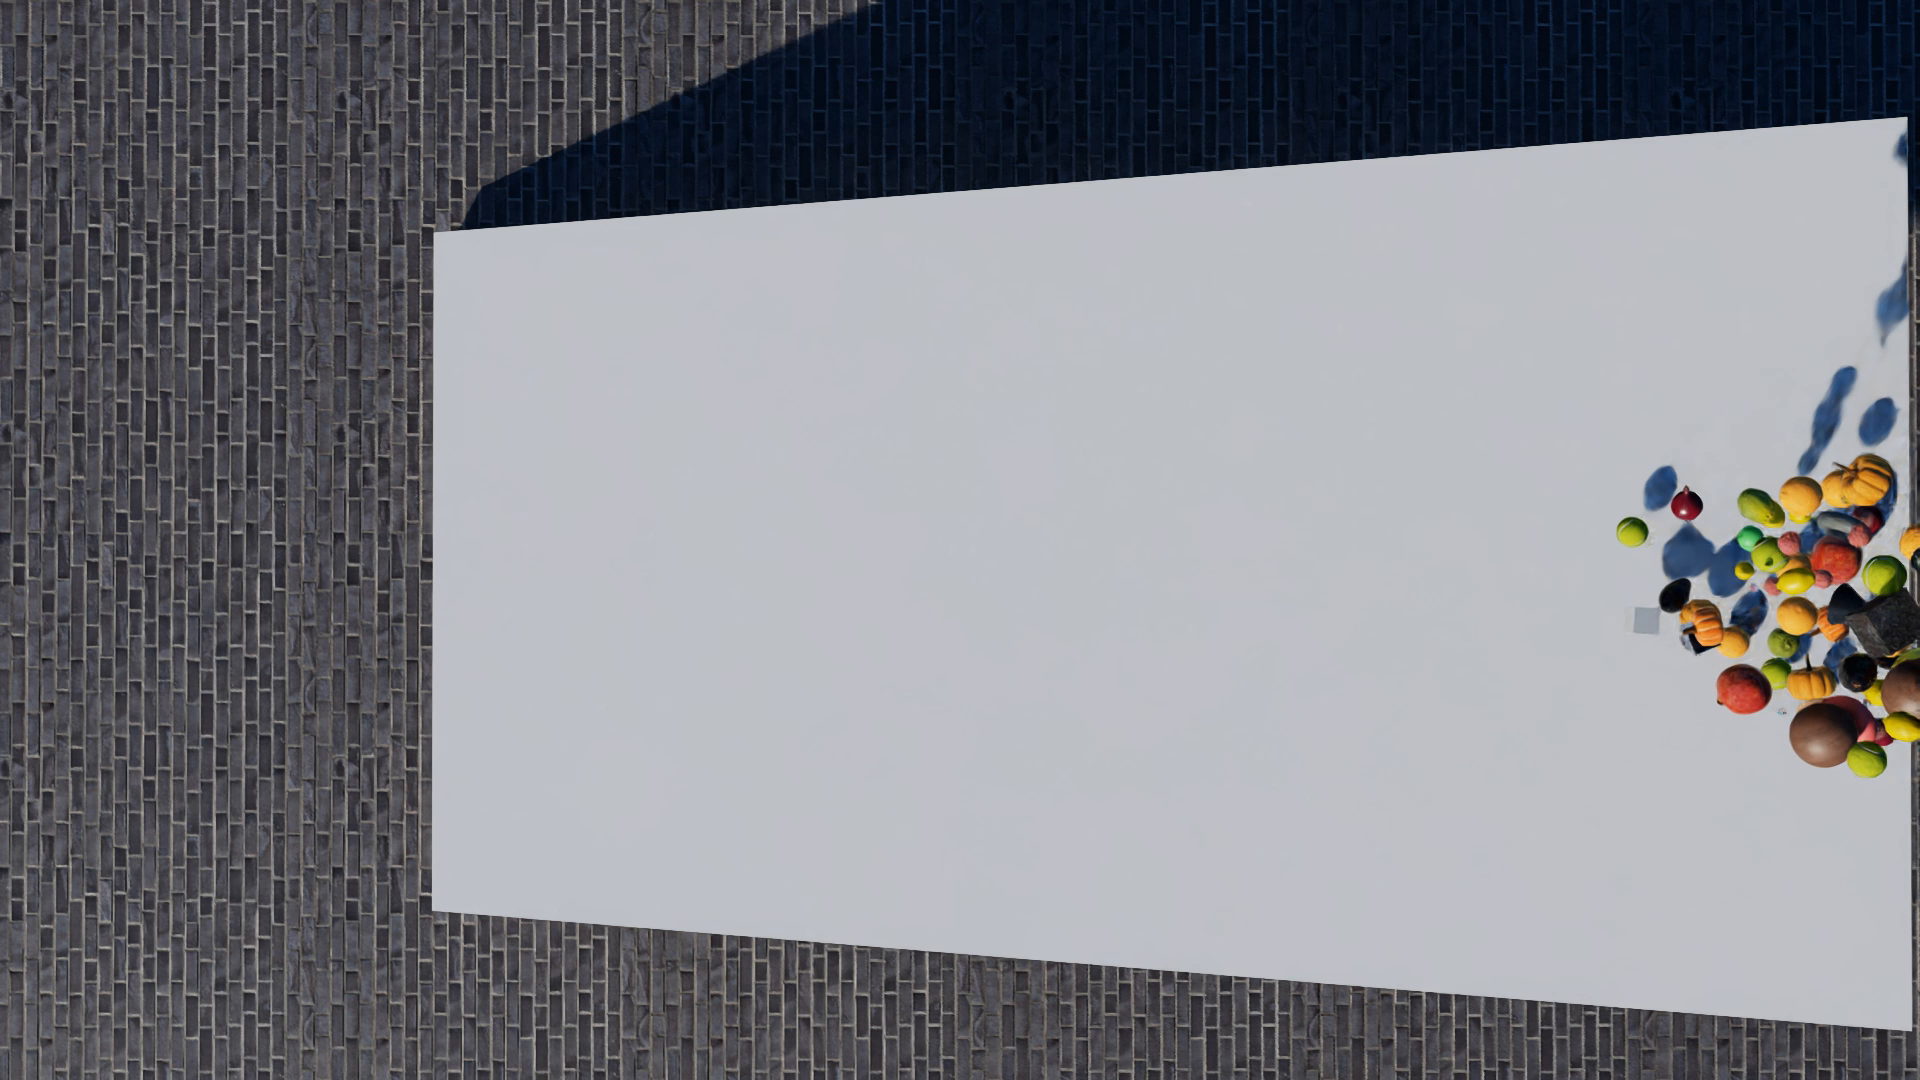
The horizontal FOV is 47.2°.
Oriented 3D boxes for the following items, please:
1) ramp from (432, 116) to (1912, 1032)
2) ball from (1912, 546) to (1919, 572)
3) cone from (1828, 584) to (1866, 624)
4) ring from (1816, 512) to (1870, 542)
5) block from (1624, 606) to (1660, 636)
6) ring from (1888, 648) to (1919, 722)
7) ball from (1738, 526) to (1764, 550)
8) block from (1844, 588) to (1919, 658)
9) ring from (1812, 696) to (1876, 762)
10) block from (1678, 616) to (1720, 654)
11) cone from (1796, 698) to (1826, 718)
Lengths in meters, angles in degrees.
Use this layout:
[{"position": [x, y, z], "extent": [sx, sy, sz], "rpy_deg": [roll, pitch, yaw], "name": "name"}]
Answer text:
[{"position": [0.282, 0.082, 5.694], "extent": [4.000, 0.100, 2.000], "rpy_deg": [0, 89, 25], "name": "ramp"}, {"position": [1.616, 0.032, 3.671], "extent": [0.050, 0.050, 0.050], "rpy_deg": [0, 89, 0], "name": "ball"}, {"position": [1.616, 0.127, 3.948], "extent": [0.080, 0.080, 0.080], "rpy_deg": [-18, 118, -37], "name": "cone"}, {"position": [1.739, -0.026, 4.331], "extent": [0.104, 0.104, 0.035], "rpy_deg": [25, 87, 0], "name": "ring"}, {"position": [1.524, 0.181, 4.915], "extent": [0.059, 0.059, 0.059], "rpy_deg": [5, 87, -4], "name": "block"}, {"position": [1.804, 0.273, 4.143], "extent": [0.137, 0.046, 0.137], "rpy_deg": [0, 90, -28], "name": "ring"}, {"position": [1.675, -0.004, 4.657], "extent": [0.054, 0.054, 0.054], "rpy_deg": [0, 89, 0], "name": "ball"}, {"position": [1.611, 0.145, 3.820], "extent": [0.085, 0.085, 0.085], "rpy_deg": [-30, 85, -5], "name": "block"}, {"position": [1.789, 0.382, 4.452], "extent": [0.045, 0.135, 0.135], "rpy_deg": [-9, 89, -40], "name": "ring"}, {"position": [1.476, 0.190, 4.389], "extent": [0.053, 0.053, 0.053], "rpy_deg": [-23, 96, 5], "name": "block"}, {"position": [1.869, 0.395, 4.785], "extent": [0.074, 0.074, 0.074], "rpy_deg": [-3, 50, 0], "name": "cone"}]
